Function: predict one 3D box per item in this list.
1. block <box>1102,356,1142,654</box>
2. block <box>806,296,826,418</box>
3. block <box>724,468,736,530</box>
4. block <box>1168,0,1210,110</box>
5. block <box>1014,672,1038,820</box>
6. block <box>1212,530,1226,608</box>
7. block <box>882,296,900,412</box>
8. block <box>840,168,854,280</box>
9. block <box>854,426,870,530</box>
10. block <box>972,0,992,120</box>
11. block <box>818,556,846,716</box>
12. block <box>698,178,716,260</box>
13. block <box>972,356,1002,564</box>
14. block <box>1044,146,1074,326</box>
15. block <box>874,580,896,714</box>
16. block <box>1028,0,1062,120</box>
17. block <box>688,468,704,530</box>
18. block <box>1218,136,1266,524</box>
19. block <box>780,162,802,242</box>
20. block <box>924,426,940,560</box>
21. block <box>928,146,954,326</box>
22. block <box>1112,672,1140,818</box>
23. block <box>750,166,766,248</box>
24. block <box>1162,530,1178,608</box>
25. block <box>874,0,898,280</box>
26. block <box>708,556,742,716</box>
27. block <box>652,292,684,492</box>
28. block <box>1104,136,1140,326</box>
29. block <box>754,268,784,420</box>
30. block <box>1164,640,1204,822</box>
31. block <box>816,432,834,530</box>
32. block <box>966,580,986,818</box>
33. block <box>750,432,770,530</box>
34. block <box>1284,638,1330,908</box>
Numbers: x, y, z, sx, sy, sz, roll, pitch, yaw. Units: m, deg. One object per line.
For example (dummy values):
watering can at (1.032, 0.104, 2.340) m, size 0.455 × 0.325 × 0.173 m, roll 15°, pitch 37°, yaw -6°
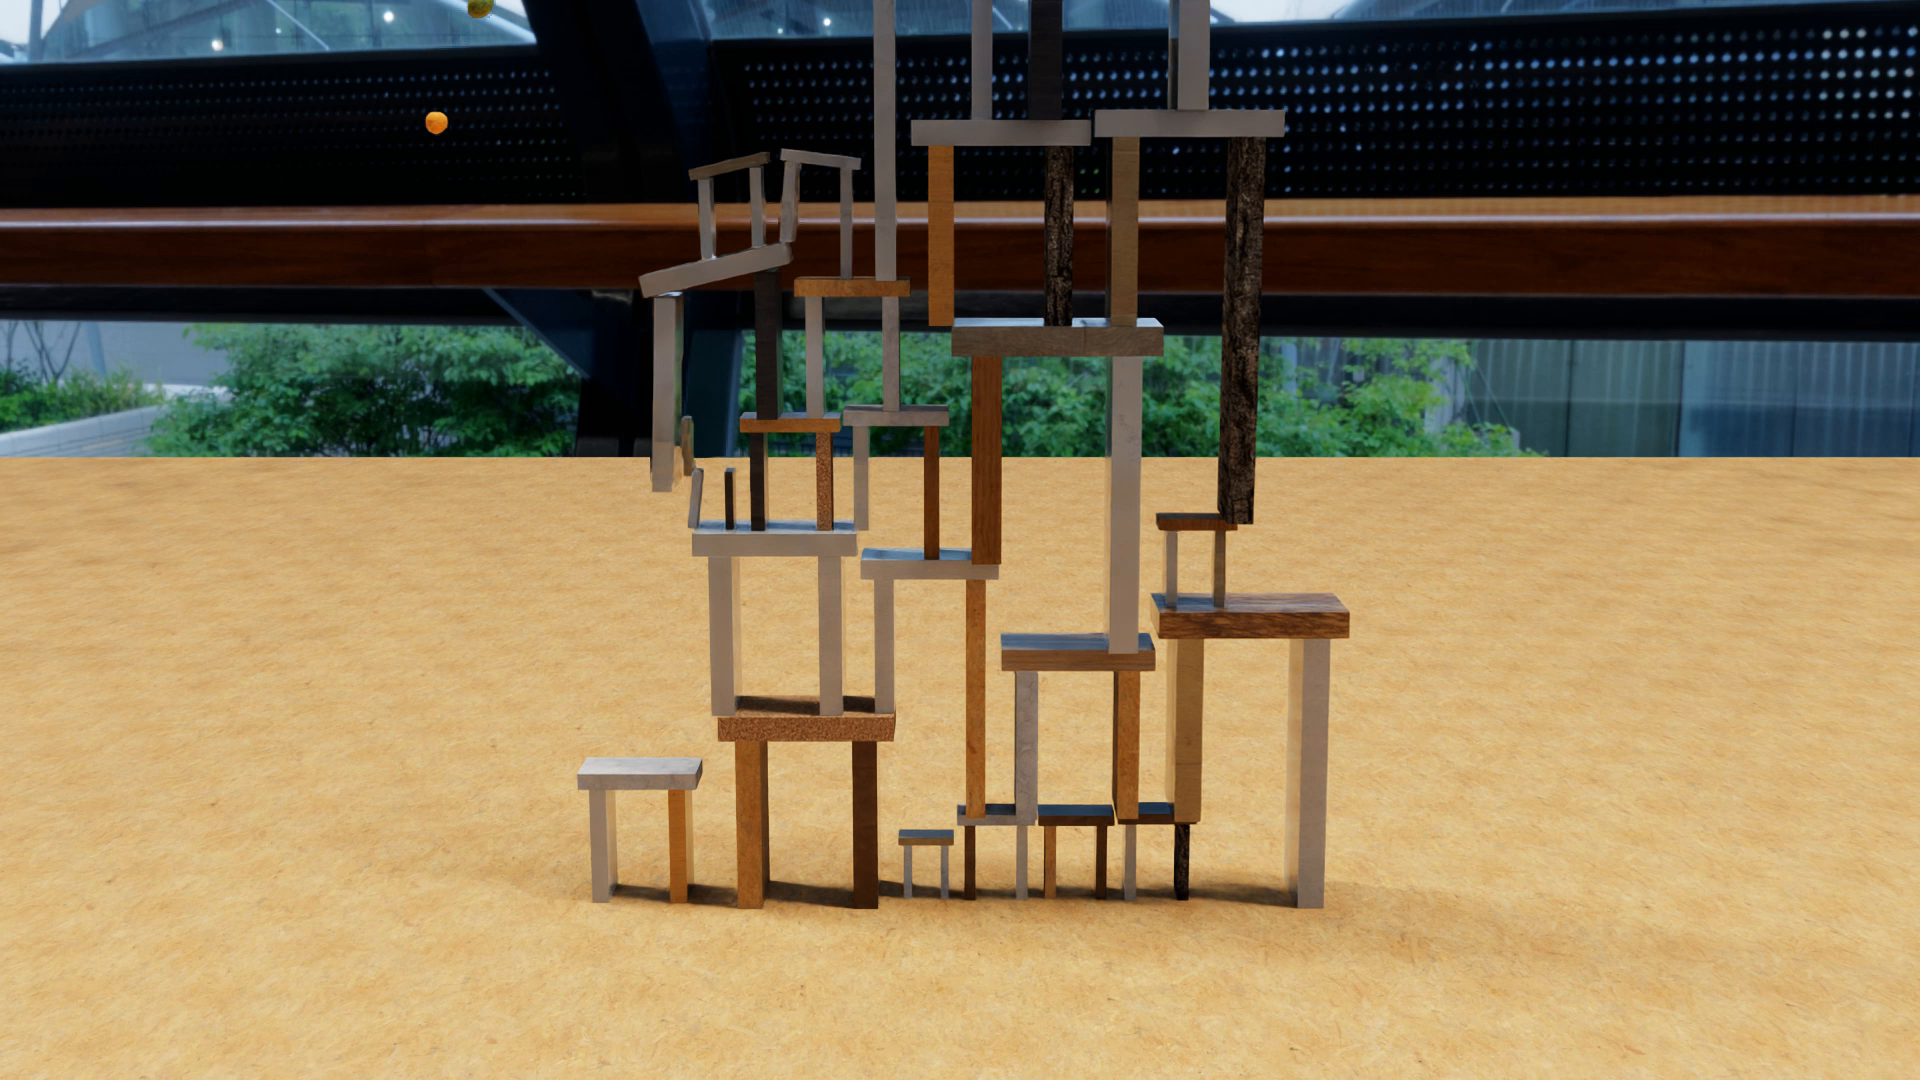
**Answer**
block at (0.261, -0.067, 3.544) m, size 0.047 × 0.474 × 0.165 m, roll 0°, pitch 11°, yaw 0°
block at (-0.230, -0.295, 3.506) m, size 0.026 × 0.192 × 0.090 m, roll 0°, pitch 11°, yaw 0°
block at (-0.370, -0.067, 3.544) m, size 0.013 × 0.093 × 0.046 m, roll 0°, pitch 11°, yaw 0°
block at (0.355, -0.835, 3.400) m, size 0.047 × 0.334 × 0.167 m, roll 0°, pitch 11°, yaw 0°
block at (0.109, 0.322, 3.622) m, size 0.035 × 0.250 × 0.124 m, roll 0°, pitch 10°, yaw 0°
block at (0.420, 0.041, 3.563) m, size 0.018 × 0.125 × 0.063 m, roll 1°, pitch 11°, yaw 4°
block at (-0.109, -0.300, 3.505) m, size 0.026 × 0.181 × 0.090 m, roll 0°, pitch 11°, yaw 0°
block at (-0.178, -0.498, 3.465) m, size 0.018 × 0.171 × 0.062 m, roll 0°, pitch 11°, yaw -1°
block at (-0.158, -0.105, 3.542) m, size 0.024 × 0.168 × 0.084 m, roll 0°, pitch 11°, yaw 0°
block at (0.034, -0.767, 3.415) m, size 0.032 × 0.226 × 0.113 m, roll 0°, pitch 11°, yaw 0°
block at (-0.208, 0.143, 3.585) m, size 0.037 × 0.262 × 0.131 m, roll 0°, pitch 11°, yaw 0°
block at (-0.398, -0.507, 3.467) m, size 0.017 × 0.123 × 0.062 m, roll -1°, pitch 10°, yaw 0°
block at (0.042, -0.138, 3.531) m, size 0.047 × 0.329 × 0.165 m, roll 0°, pitch 10°, yaw 0°
block at (0.156, -0.482, 3.471) m, size 0.039 × 0.276 × 0.138 m, roll 0°, pitch 11°, yaw 0°
block at (-0.122, 0.162, 3.594) m, size 0.031 × 0.221 × 0.111 m, roll 0°, pitch 11°, yaw 0°
block at (0.132, -0.828, 3.403) m, size 0.047 × 0.349 × 0.167 m, roll 0°, pitch 11°, yaw 0°
block at (-0.426, -0.068, 3.543) m, size 0.013 × 0.093 × 0.046 m, roll 7°, pitch 10°, yaw -1°
block at (0.446, -0.334, 3.495) m, size 0.041 × 0.603 × 0.145 m, roll 0°, pitch 11°, yaw 0°
block at (-0.267, -0.532, 3.457) m, size 0.018 × 0.124 × 0.062 m, roll 5°, pitch 10°, yaw 3°
block at (-0.046, -0.083, 3.547) m, size 0.024 × 0.215 × 0.084 m, roll 0°, pitch 11°, yaw 0°
block at (-0.029, -0.482, 3.471) m, size 0.039 × 0.276 × 0.138 m, roll 0°, pitch 11°, yaw 0°
block at (0.273, 0.322, 3.621) m, size 0.035 × 0.247 × 0.124 m, roll 0°, pitch 11°, yaw 0°
block at (-0.318, -0.525, 3.463) m, size 0.017 × 0.123 × 0.062 m, roll -1°, pitch 10°, yaw 0°
block at (0.340, 0.041, 3.563) m, size 0.018 × 0.125 × 0.063 m, roll 0°, pitch 10°, yaw 0°
block at (-0.116, -0.646, 3.438) m, size 0.032 × 0.472 × 0.113 m, roll 0°, pitch 11°, yaw 0°
block at (-0.382, 0.143, 3.585) m, size 0.037 × 0.262 × 0.131 m, roll 0°, pitch 11°, yaw 0°
block at (-0.467, -0.238, 3.512) m, size 0.033 × 0.307 × 0.116 m, roll 2°, pitch 11°, yaw -1°
block at (0.255, -0.488, 3.465) m, size 0.041 × 0.290 × 0.145 m, roll 0°, pitch 11°, yaw 0°
block at (-0.304, -0.314, 3.500) m, size 0.033 × 0.232 × 0.116 m, roll 0°, pitch 11°, yaw 0°
block at (0.368, 0.294, 3.615) m, size 0.043 × 0.304 × 0.152 m, roll 0°, pitch 11°, yaw -1°
block at (-0.217, -0.100, 3.539) m, size 0.022 × 0.158 × 0.079 m, roll 0°, pitch 11°, yaw 0°
block at (0.026, 0.249, 3.610) m, size 0.031 × 0.398 × 0.111 m, roll 0°, pitch 10°, yaw 0°
block at (-0.323, -0.100, 3.539) m, size 0.022 × 0.158 × 0.079 m, roll 0°, pitch 11°, yaw 0°
block at (0.572, 0.366, 3.631) m, size 0.043 × 0.453 × 0.152 m, roll 0°, pitch 11°, yaw 0°
